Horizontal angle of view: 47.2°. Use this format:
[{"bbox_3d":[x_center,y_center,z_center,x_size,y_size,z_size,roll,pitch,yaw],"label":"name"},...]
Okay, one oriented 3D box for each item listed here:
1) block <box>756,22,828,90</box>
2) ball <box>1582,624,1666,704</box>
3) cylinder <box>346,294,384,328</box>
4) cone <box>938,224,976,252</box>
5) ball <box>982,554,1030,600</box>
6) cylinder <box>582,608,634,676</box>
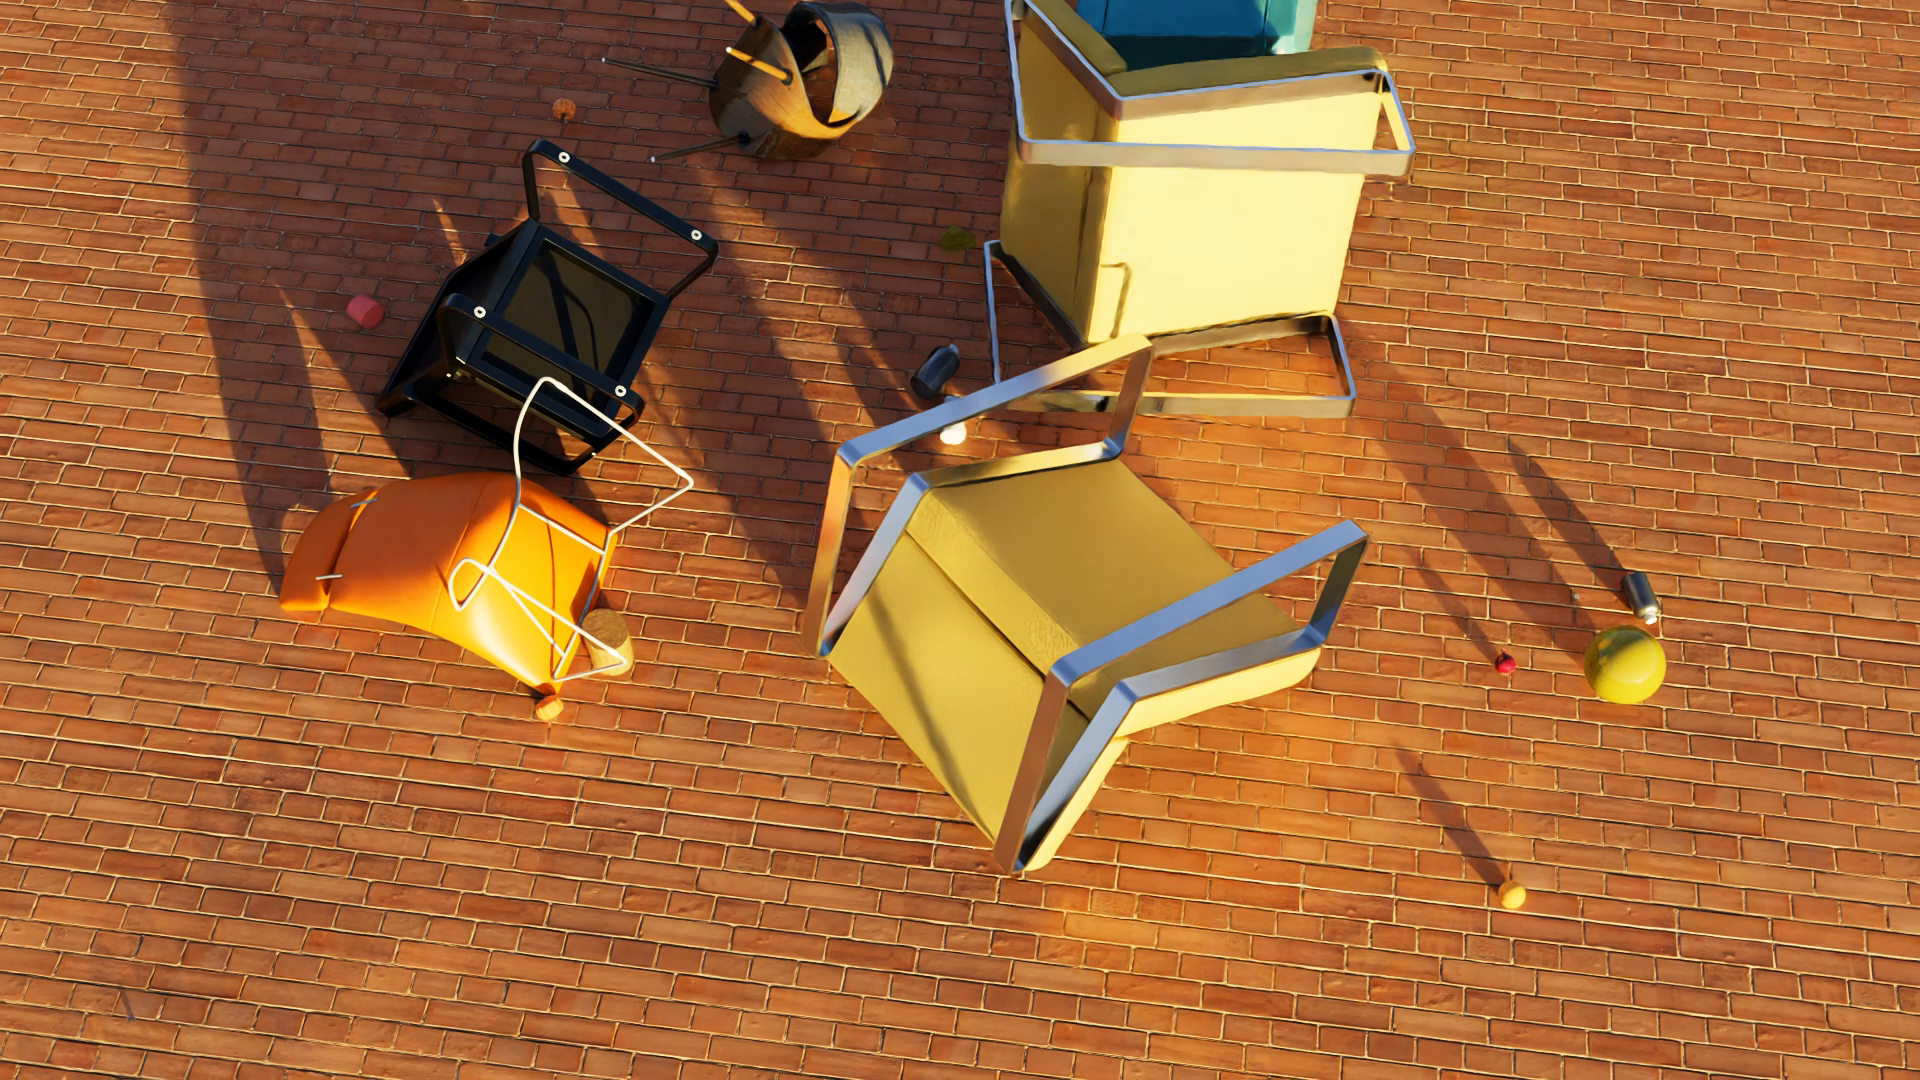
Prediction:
[{"bbox_3d":[-0.581,-1.676,7.617,0.232,0.135,0.080,-27,60,-17],"label":"block"},{"bbox_3d":[1.874,0.350,6.203,0.225,0.225,0.225,0,56,0],"label":"ball"},{"bbox_3d":[-1.897,-0.730,7.015,0.072,0.080,0.089,35,52,21],"label":"cylinder"},{"bbox_3d":[-0.017,-1.011,7.233,0.127,0.069,0.119,-8,40,-6],"label":"cone"},{"bbox_3d":[0.134,0.107,6.420,0.137,0.137,0.137,0,56,0],"label":"ball"},{"bbox_3d":[-1.008,0.292,6.297,0.125,0.134,0.149,-30,61,-18],"label":"cylinder"}]
